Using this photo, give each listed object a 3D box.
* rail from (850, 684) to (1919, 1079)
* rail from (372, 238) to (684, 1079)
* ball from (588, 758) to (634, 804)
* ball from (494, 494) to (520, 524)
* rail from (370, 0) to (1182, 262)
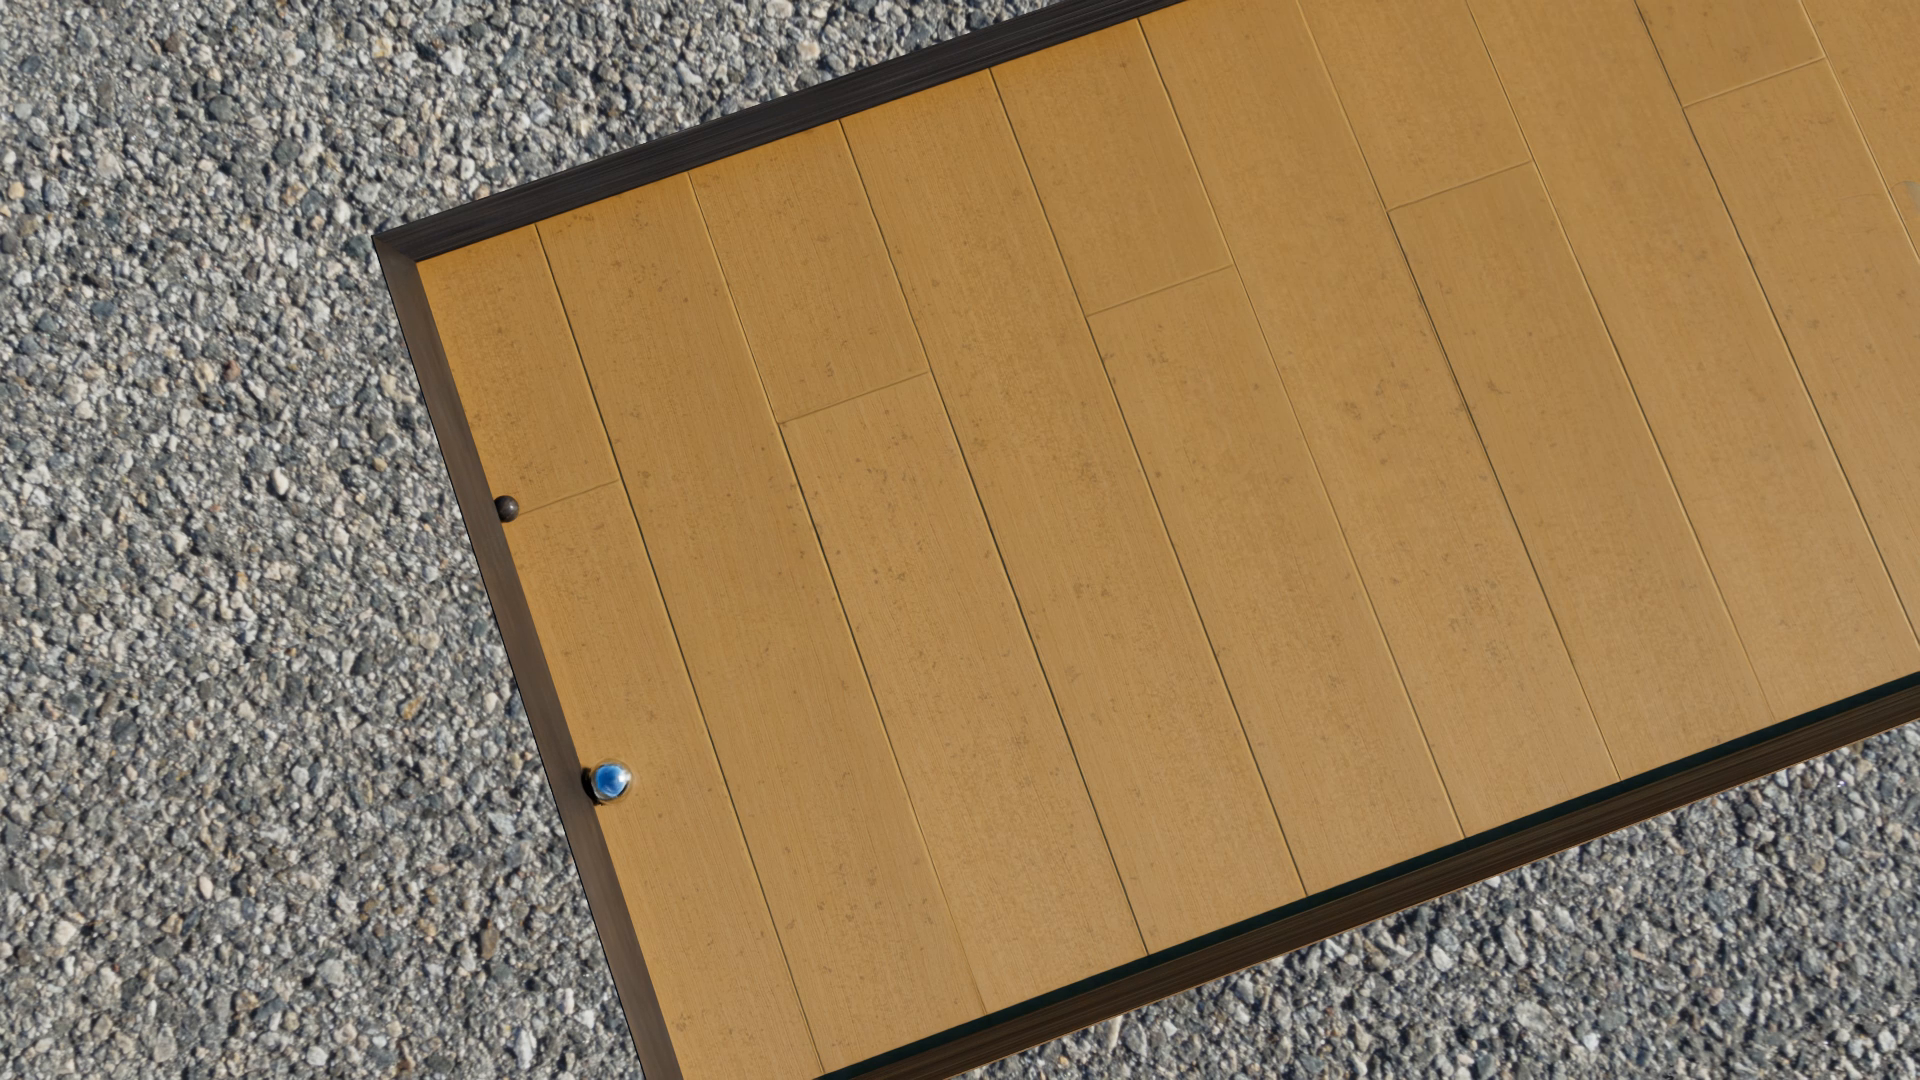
[{"bbox_3d":[0.883,0.424,3.201,2.732,0.088,0.045,-20,80,-4],"label":"rail"},{"bbox_3d":[-0.620,0.217,3.239,0.045,0.088,1.463,-20,80,-4],"label":"rail"},{"bbox_3d":[-0.512,0.354,3.224,0.068,0.068,0.068,0,80,0],"label":"ball"},{"bbox_3d":[-0.685,-0.047,3.312,0.042,0.042,0.042,0,80,0],"label":"ball"},{"bbox_3d":[0.403,-0.885,3.443,2.732,0.088,0.045,-20,80,-4],"label":"rail"}]
